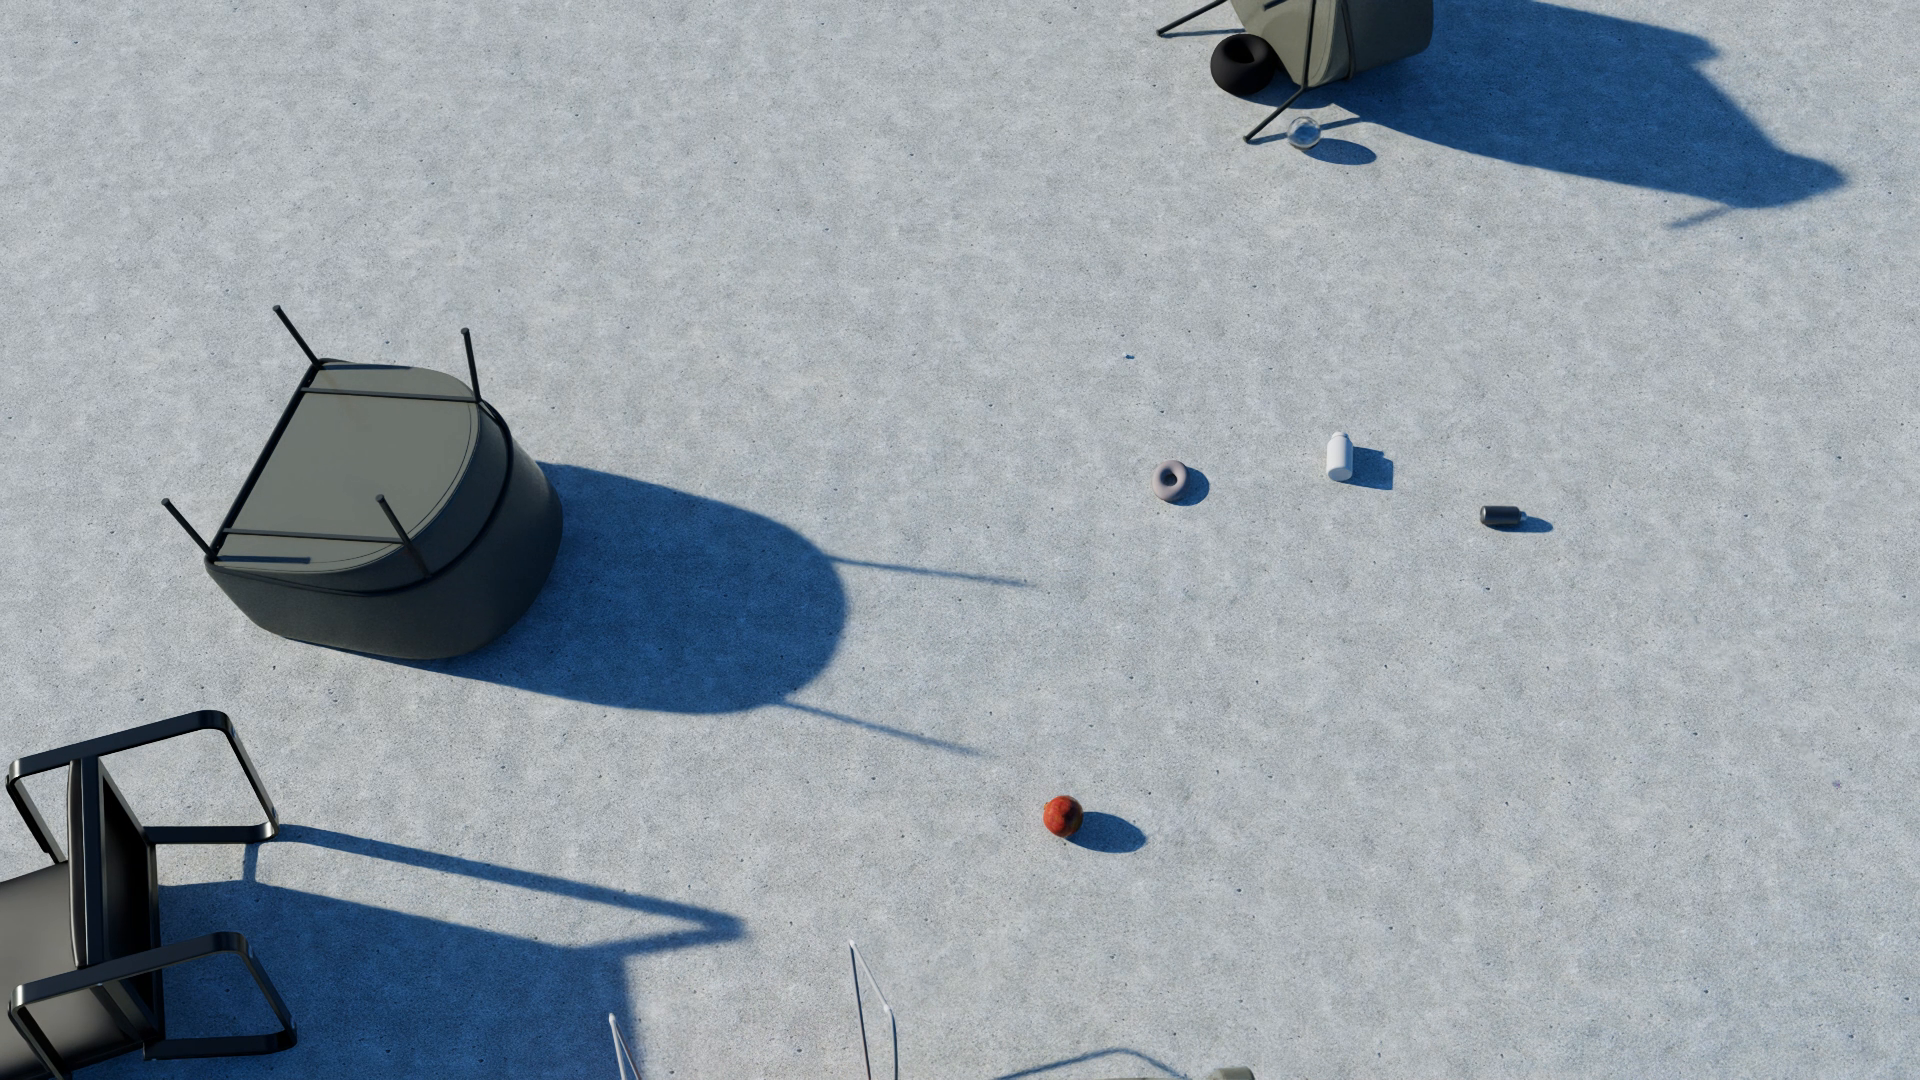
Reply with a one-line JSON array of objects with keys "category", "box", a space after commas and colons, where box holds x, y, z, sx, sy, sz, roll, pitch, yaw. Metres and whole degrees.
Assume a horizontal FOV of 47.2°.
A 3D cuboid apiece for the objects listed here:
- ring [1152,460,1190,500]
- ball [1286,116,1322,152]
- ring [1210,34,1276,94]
[{"category": "ring", "box": [0.640, -0.181, 6.674, 0.116, 0.036, 0.150, 12, 58, 10]}, {"category": "ball", "box": [1.162, -1.372, 7.425, 0.115, 0.115, 0.115, 0, 56, 0]}, {"category": "ring", "box": [0.978, -1.645, 7.603, 0.223, 0.126, 0.233, 28, 59, 19]}]
